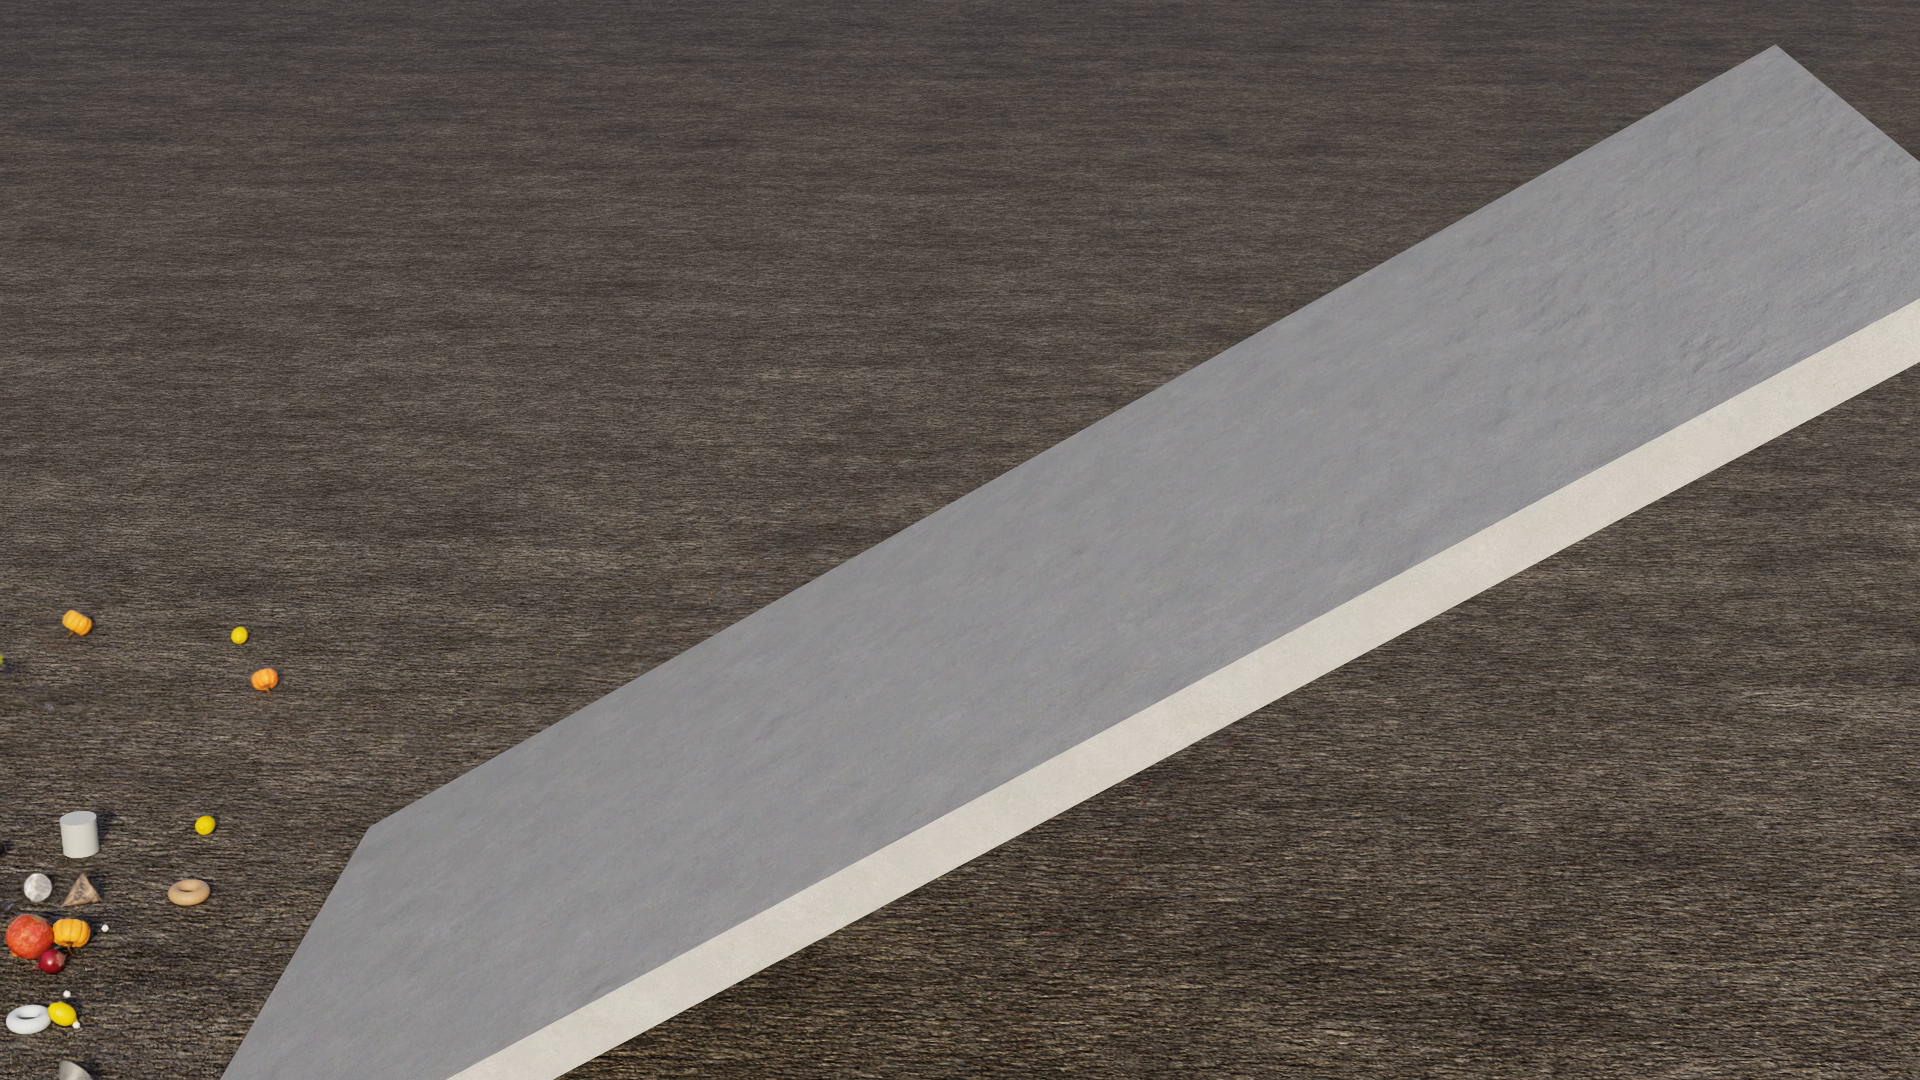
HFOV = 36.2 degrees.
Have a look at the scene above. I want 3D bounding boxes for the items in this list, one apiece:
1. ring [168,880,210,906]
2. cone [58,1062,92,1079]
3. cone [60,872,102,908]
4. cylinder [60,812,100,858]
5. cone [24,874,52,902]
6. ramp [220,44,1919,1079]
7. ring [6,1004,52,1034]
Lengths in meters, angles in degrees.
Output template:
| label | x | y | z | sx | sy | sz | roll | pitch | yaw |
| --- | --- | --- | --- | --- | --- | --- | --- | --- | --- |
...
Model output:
| label | x | y | z | sx | sy | sz | roll | pitch | yaw |
| --- | --- | --- | --- | --- | --- | --- | --- | --- | --- |
| ring | -1.949 | 0.891 | 7.438 | 0.106 | 0.035 | 0.106 | 1 | 20 | 0 |
| cone | -1.977 | 1.212 | 6.504 | 0.083 | 0.083 | 0.083 | 9 | 48 | 25 |
| cone | -2.225 | 0.898 | 7.410 | 0.092 | 0.092 | 0.092 | -35 | 31 | -15 |
| cylinder | -2.304 | 0.771 | 7.700 | 0.092 | 0.092 | 0.092 | 0 | 19 | 0 |
| cone | -2.350 | 0.885 | 7.460 | 0.071 | 0.071 | 0.071 | -15 | -2 | -37 |
| ramp | 0.142 | 0.168 | 6.287 | 4.000 | 0.100 | 2.000 | -29 | 15 | 12 |
| ring | -2.154 | 1.110 | 6.807 | 0.104 | 0.035 | 0.104 | 1 | 20 | 0 |
